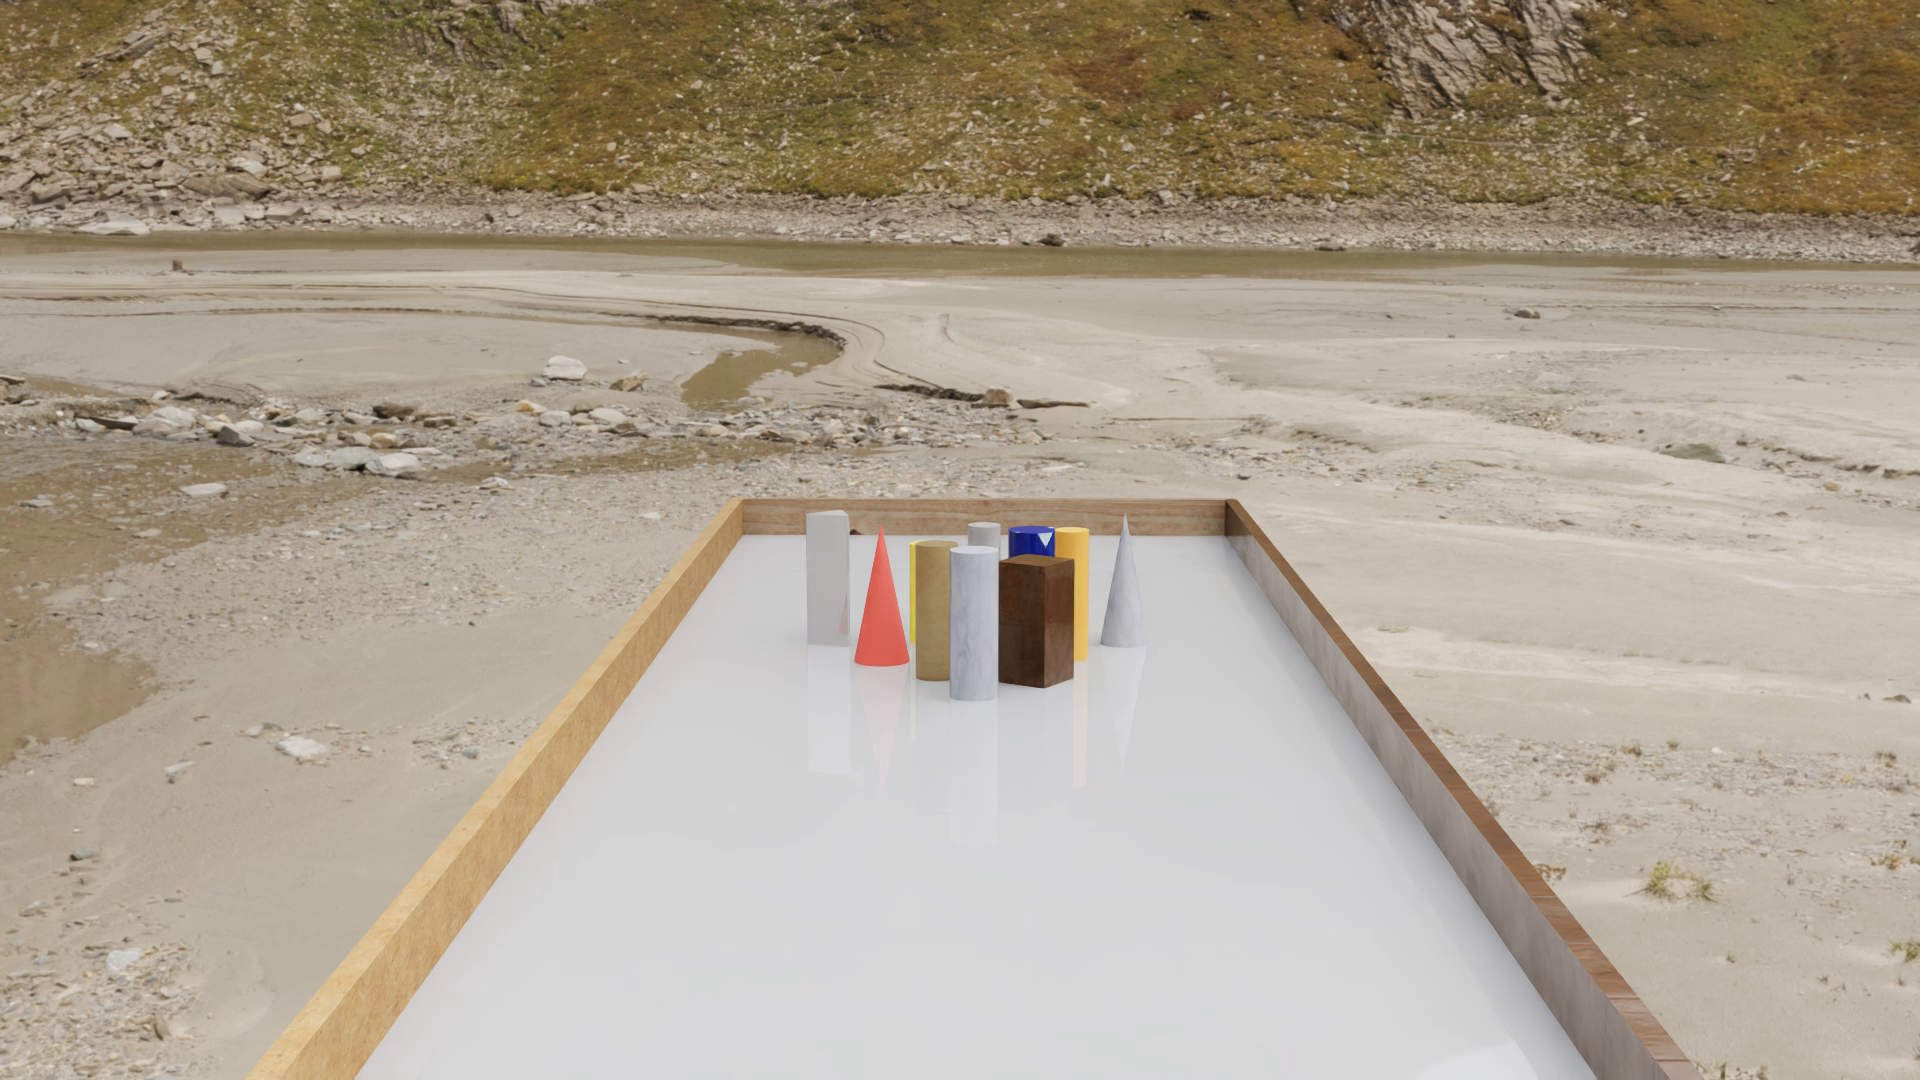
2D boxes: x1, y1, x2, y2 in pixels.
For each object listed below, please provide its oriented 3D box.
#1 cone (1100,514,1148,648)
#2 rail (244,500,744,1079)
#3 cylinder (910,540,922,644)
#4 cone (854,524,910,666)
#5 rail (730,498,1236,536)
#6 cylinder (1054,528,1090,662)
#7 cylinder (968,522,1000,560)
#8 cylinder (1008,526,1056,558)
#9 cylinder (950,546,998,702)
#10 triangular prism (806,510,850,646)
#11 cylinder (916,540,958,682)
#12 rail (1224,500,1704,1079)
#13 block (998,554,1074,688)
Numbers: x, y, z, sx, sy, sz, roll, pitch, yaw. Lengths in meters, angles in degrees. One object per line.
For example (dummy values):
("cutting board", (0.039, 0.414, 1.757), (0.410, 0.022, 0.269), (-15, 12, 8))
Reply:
("cone", (0.518, 0.117, 6.920), (0.151, 0.422, 0.151), (0, 9, 0))
("rail", (-1.004, 0.839, 3.234), (0.050, 0.150, 12.000), (0, 9, 1))
("cylinder", (-0.102, 0.165, 6.970), (0.116, 0.313, 0.116), (0, 9, 0))
("cone", (-0.238, 0.158, 6.660), (0.170, 0.424, 0.170), (0, 9, 0))
("rail", (0.099, -0.098, 9.147), (2.100, 0.150, 0.050), (0, 9, 1))
("cylinder", (0.340, 0.165, 6.702), (0.104, 0.397, 0.104), (0, 9, 0))
("cylinder", (0.073, 0.160, 6.661), (0.100, 0.418, 0.100), (0, 9, 0))
("cylinder", (0.231, 0.146, 6.936), (0.160, 0.361, 0.160), (0, 9, 0))
("cylinder", (0.040, 0.234, 6.190), (0.138, 0.420, 0.138), (0, 9, 0))
("triangular prism", (-0.396, 0.117, 6.949), (0.141, 0.414, 0.122), (3, 9, 18))
("cylinder", (-0.069, 0.206, 6.437), (0.123, 0.397, 0.123), (0, 9, 0))
("rail", (1.046, 0.843, 3.208), (0.050, 0.150, 12.000), (0, 9, 1))
("block", (0.219, 0.234, 6.400), (0.165, 0.355, 0.165), (6, 11, 33))
